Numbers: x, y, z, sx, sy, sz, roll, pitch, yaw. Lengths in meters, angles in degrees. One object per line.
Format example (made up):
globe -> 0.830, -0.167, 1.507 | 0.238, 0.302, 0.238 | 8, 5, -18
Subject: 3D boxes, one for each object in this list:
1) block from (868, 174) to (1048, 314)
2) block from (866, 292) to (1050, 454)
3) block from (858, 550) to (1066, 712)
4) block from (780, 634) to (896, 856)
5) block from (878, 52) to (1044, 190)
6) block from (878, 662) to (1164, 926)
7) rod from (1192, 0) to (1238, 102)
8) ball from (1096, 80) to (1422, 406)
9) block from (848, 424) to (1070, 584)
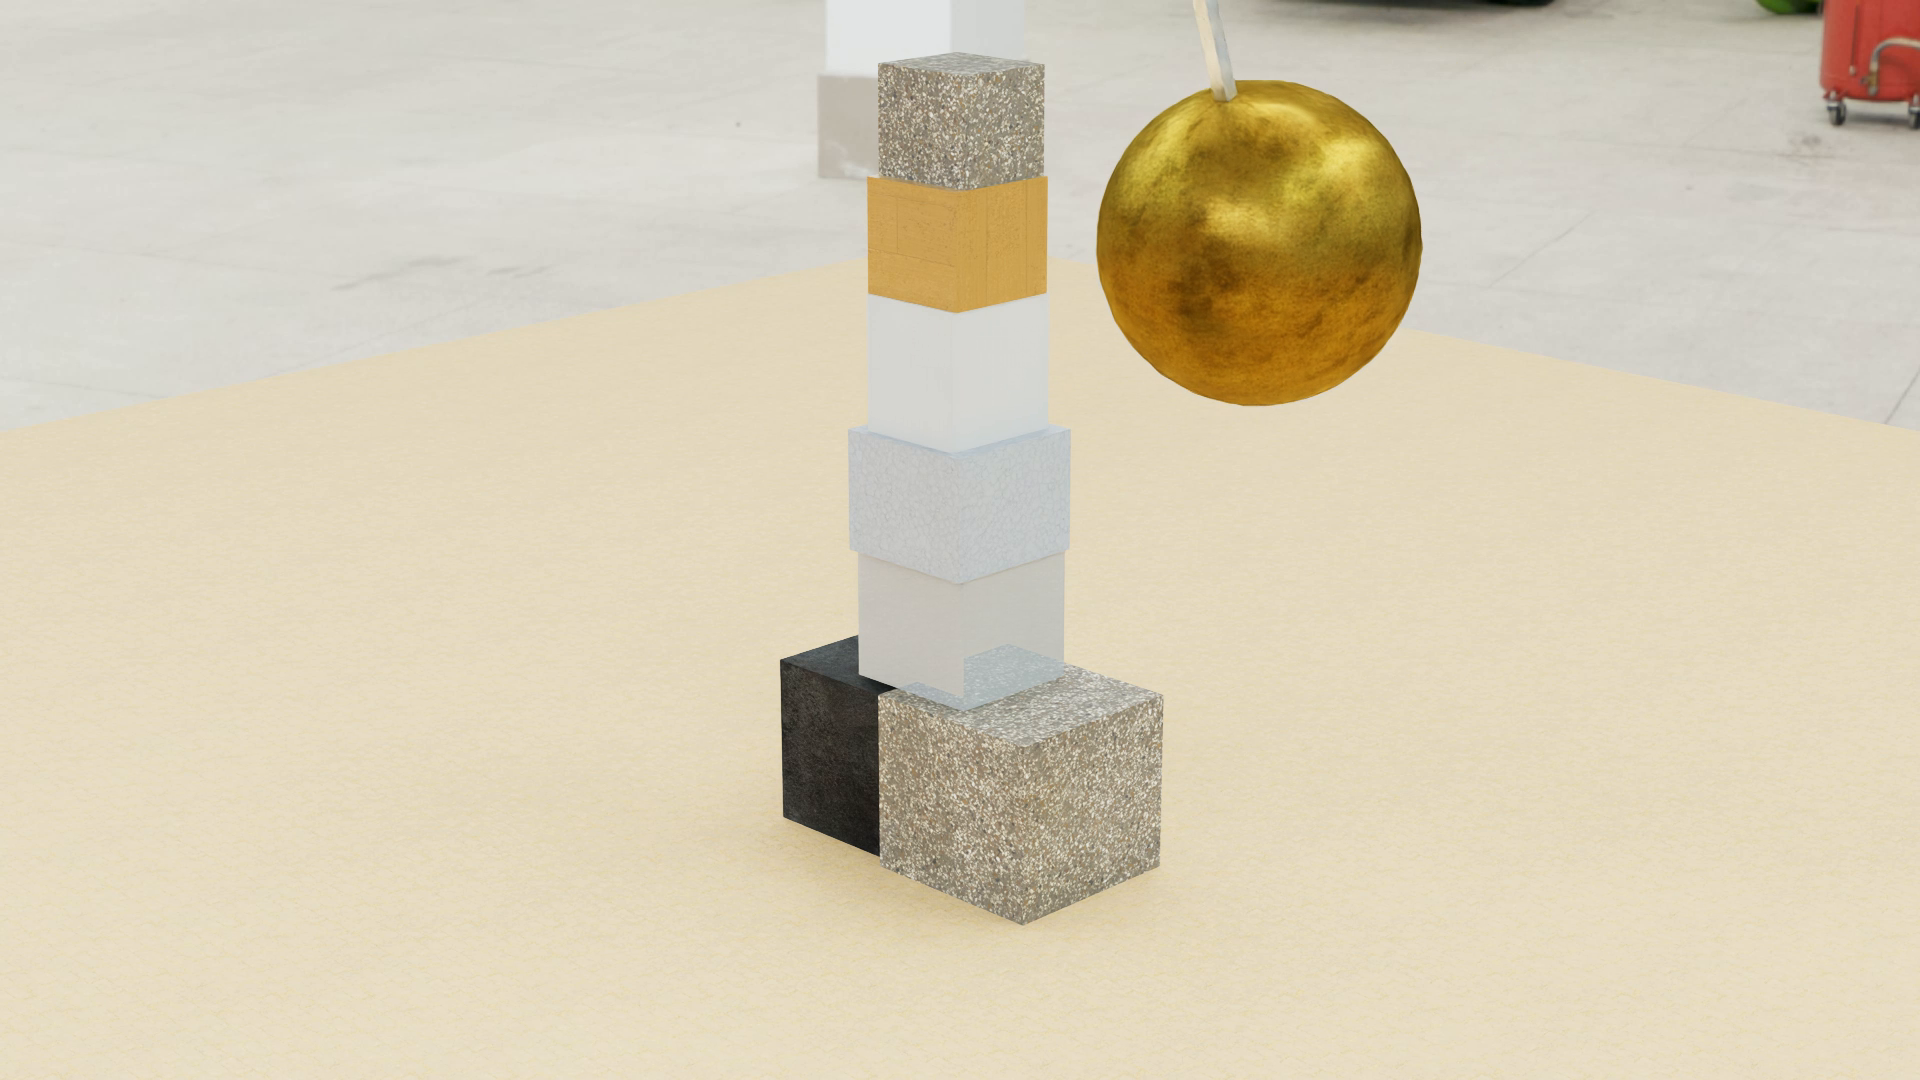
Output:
block -> -0.011, -1.343, 12.908 | 0.564, 0.523, 0.555 | -17, 24, -42
block -> -0.008, -0.796, 13.083 | 0.608, 0.626, 0.538 | -17, 24, -42
block -> 0.006, 0.332, 13.452 | 0.654, 0.612, 0.682 | -17, 24, -42
block -> -0.332, 0.951, 13.978 | 0.726, 0.805, 0.742 | -17, 24, -42
block -> 0.005, -1.830, 12.772 | 0.487, 0.488, 0.535 | -17, 24, -42
block -> 0.277, 1.105, 13.422 | 0.915, 0.844, 0.915 | -17, 24, -42
rod -> 0.636, -4.252, 12.672 | 0.080, 5.200, 0.080 | 17, 44, 42
ball -> 1.467, -1.457, 14.421 | 1.600, 1.600, 1.600 | 0, 17, 0
block -> -0.002, -0.228, 13.268 | 0.711, 0.568, 0.707 | -17, 24, -42
